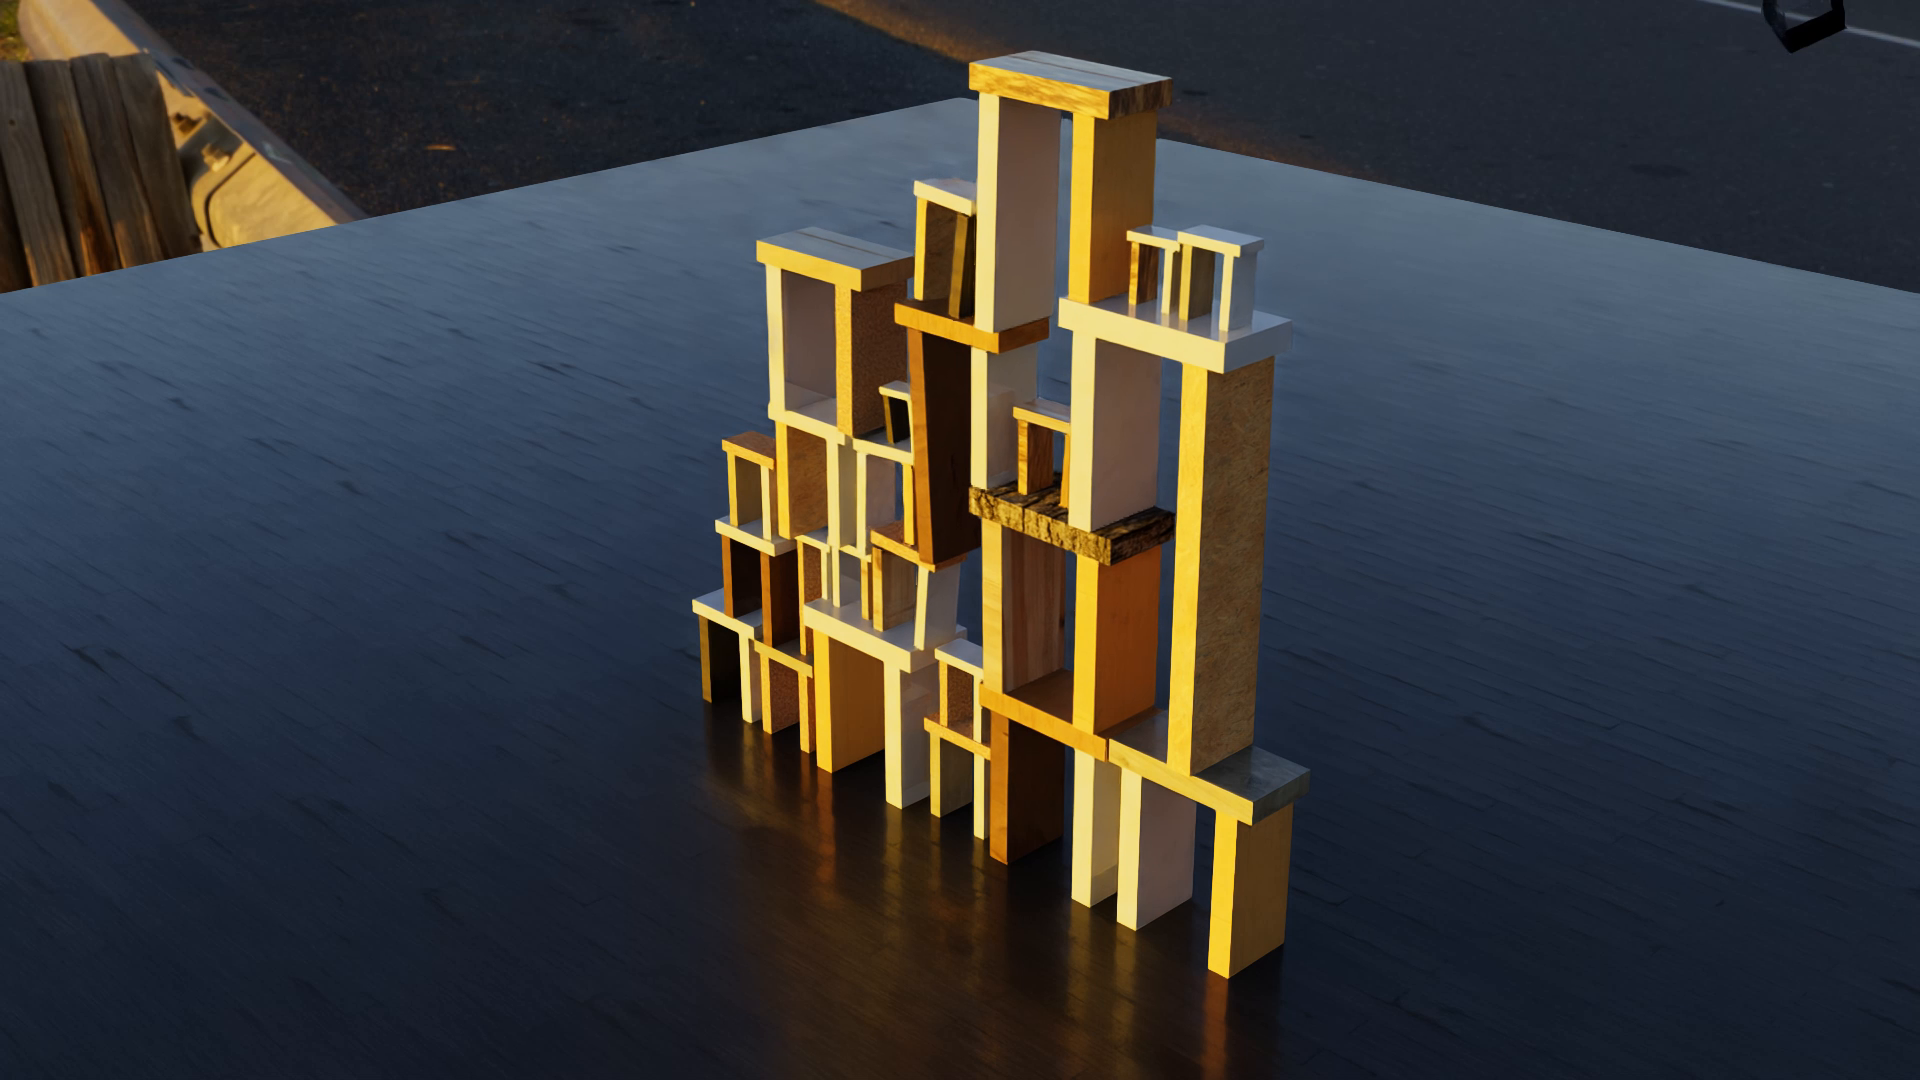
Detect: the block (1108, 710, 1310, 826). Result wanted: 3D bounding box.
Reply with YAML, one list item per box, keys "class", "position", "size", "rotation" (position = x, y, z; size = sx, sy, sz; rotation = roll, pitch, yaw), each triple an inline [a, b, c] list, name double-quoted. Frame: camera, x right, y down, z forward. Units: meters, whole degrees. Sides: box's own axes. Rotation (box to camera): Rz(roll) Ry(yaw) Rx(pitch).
- class: "block"
  position: [0.443, 0.402, 3.921]
  size: [0.326, 0.046, 0.163]
  rotation: [21, 31, 41]

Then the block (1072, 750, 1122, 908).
- class: "block"
  position: [0.285, 0.514, 4.136]
  size: [0.046, 0.322, 0.161]
  rotation: [21, 31, 40]

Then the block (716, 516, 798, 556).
- class: "block"
  position: [-0.420, -0.017, 4.668]
  size: [0.096, 0.027, 0.192]
  rotation: [-21, 31, -41]

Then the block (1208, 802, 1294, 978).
- class: "block"
  position: [0.519, 0.603, 3.923]
  size: [0.046, 0.326, 0.163]
  rotation: [21, 31, 41]

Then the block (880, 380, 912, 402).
- class: "block"
  position: [-0.103, -0.285, 4.219]
  size: [0.096, 0.014, 0.048]
  rotation: [17, 30, 38]

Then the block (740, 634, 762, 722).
- class: "block"
  position: [-0.430, 0.287, 4.818]
  size: [0.029, 0.208, 0.104]
  rotation: [21, 31, 41]

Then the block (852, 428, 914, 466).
- class: "block"
  position: [-0.119, -0.182, 4.277]
  size: [0.166, 0.023, 0.083]
  rotation: [16, 28, 37]

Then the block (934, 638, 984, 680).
- class: "block"
  position: [0.026, 0.232, 4.288]
  size: [0.141, 0.020, 0.071]
  rotation: [21, 31, 41]

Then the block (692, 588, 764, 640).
- class: "block"
  position: [-0.479, 0.159, 4.817]
  size: [0.208, 0.029, 0.104]
  rotation: [21, 31, 41]

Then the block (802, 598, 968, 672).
- class: "block"
  position: [-0.154, 0.176, 4.473]
  size: [0.159, 0.045, 0.319]
  rotation: [-21, 31, -40]

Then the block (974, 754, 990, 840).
- class: "block"
  position: [0.070, 0.493, 4.362]
  size: [0.026, 0.184, 0.092]
  rotation: [21, 31, 41]

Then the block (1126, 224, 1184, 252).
- class: "block"
  position: [0.336, -0.501, 3.645]
  size: [0.109, 0.015, 0.054]
  rotation: [19, 30, 38]

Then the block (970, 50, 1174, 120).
- class: "block"
  position: [0.184, -0.767, 3.697]
  size: [0.159, 0.045, 0.318]
  rotation: [-21, 32, -40]

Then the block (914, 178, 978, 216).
- class: "block"
  position: [0.007, -0.620, 3.968]
  size: [0.094, 0.027, 0.187]
  rotation: [-10, 24, -32]

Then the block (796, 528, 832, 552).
- class: "block"
  position: [-0.286, -0.003, 4.539]
  size: [0.109, 0.015, 0.054]
  rotation: [21, 31, 40]

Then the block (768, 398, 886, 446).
- class: "block"
  position: [-0.267, -0.246, 4.409]
  size: [0.226, 0.032, 0.113]
  rotation: [21, 31, 40]

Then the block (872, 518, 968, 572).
- class: "block"
  position: [-0.080, 0.010, 4.309]
  size: [0.178, 0.025, 0.089]
  rotation: [25, 33, 39]

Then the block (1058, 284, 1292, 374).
- class: "block"
  position: [0.358, -0.363, 3.685]
  size: [0.357, 0.051, 0.179]
  rotation: [21, 31, 41]

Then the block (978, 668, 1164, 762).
- class: "block"
  position: [0.207, 0.315, 4.135]
  size: [0.161, 0.046, 0.322]
  rotation: [-21, 31, -40]

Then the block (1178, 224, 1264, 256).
- class: "block"
  position: [0.422, -0.485, 3.557]
  size: [0.127, 0.018, 0.063]
  rotation: [21, 31, 40]

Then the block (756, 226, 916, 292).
- class: "block"
  position: [-0.240, -0.546, 4.261]
  size: [0.297, 0.042, 0.149]
  rotation: [21, 31, 40]

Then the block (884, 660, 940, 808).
- class: "block"
  position: [-0.079, 0.372, 4.475]
  size: [0.159, 0.319, 0.045]
  rotation: [-21, 31, -41]

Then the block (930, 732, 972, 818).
- class: "block"
  position: [-0.017, 0.459, 4.443]
  size: [0.026, 0.184, 0.092]
  rotation: [21, 31, 41]

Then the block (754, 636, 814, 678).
- class: "block"
  position: [-0.342, 0.239, 4.690]
  size: [0.185, 0.026, 0.093]
  rotation: [21, 31, 41]

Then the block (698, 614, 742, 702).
- class: "block"
  position: [-0.528, 0.249, 4.909]
  size: [0.029, 0.208, 0.104]
  rotation: [21, 31, 41]

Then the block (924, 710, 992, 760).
- class: "block"
  position: [0.027, 0.379, 4.361]
  size: [0.184, 0.026, 0.092]
  rotation: [21, 31, 41]

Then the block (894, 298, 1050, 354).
- class: "block"
  position: [0.021, -0.402, 4.022]
  size: [0.266, 0.038, 0.133]
  rotation: [21, 30, 41]

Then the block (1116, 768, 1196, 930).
- class: "block"
  position: [0.366, 0.543, 4.064]
  size: [0.046, 0.326, 0.163]
  rotation: [21, 31, 41]

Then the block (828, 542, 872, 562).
- class: "block"
  position: [-0.200, 0.010, 4.448]
  size: [0.065, 0.018, 0.130]
  rotation: [-21, 31, -40]

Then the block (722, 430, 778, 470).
- class: "block"
  position: [-0.412, -0.189, 4.591]
  size: [0.081, 0.023, 0.163]
  rotation: [-21, 31, -41]

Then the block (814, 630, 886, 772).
- class: "block"
  position: [-0.229, 0.314, 4.614]
  size: [0.045, 0.319, 0.159]
  rotation: [21, 31, 41]

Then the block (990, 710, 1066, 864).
- class: "block"
  position: [0.133, 0.454, 4.277]
  size: [0.161, 0.322, 0.046]
  rotation: [-21, 31, -40]

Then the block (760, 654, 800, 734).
- class: "block"
  position: [-0.386, 0.319, 4.772]
  size: [0.026, 0.185, 0.093]
  rotation: [21, 31, 41]

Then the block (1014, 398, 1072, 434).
- class: "block"
  position: [0.172, -0.222, 3.940]
  size: [0.141, 0.020, 0.071]
  rotation: [20, 29, 39]

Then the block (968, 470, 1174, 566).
- class: "block"
  position: [0.200, -0.049, 3.986]
  size: [0.346, 0.049, 0.173]
  rotation: [21, 31, 40]

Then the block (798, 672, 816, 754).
- class: "block"
  position: [-0.298, 0.353, 4.691]
  size: [0.026, 0.185, 0.093]
  rotation: [21, 31, 41]
